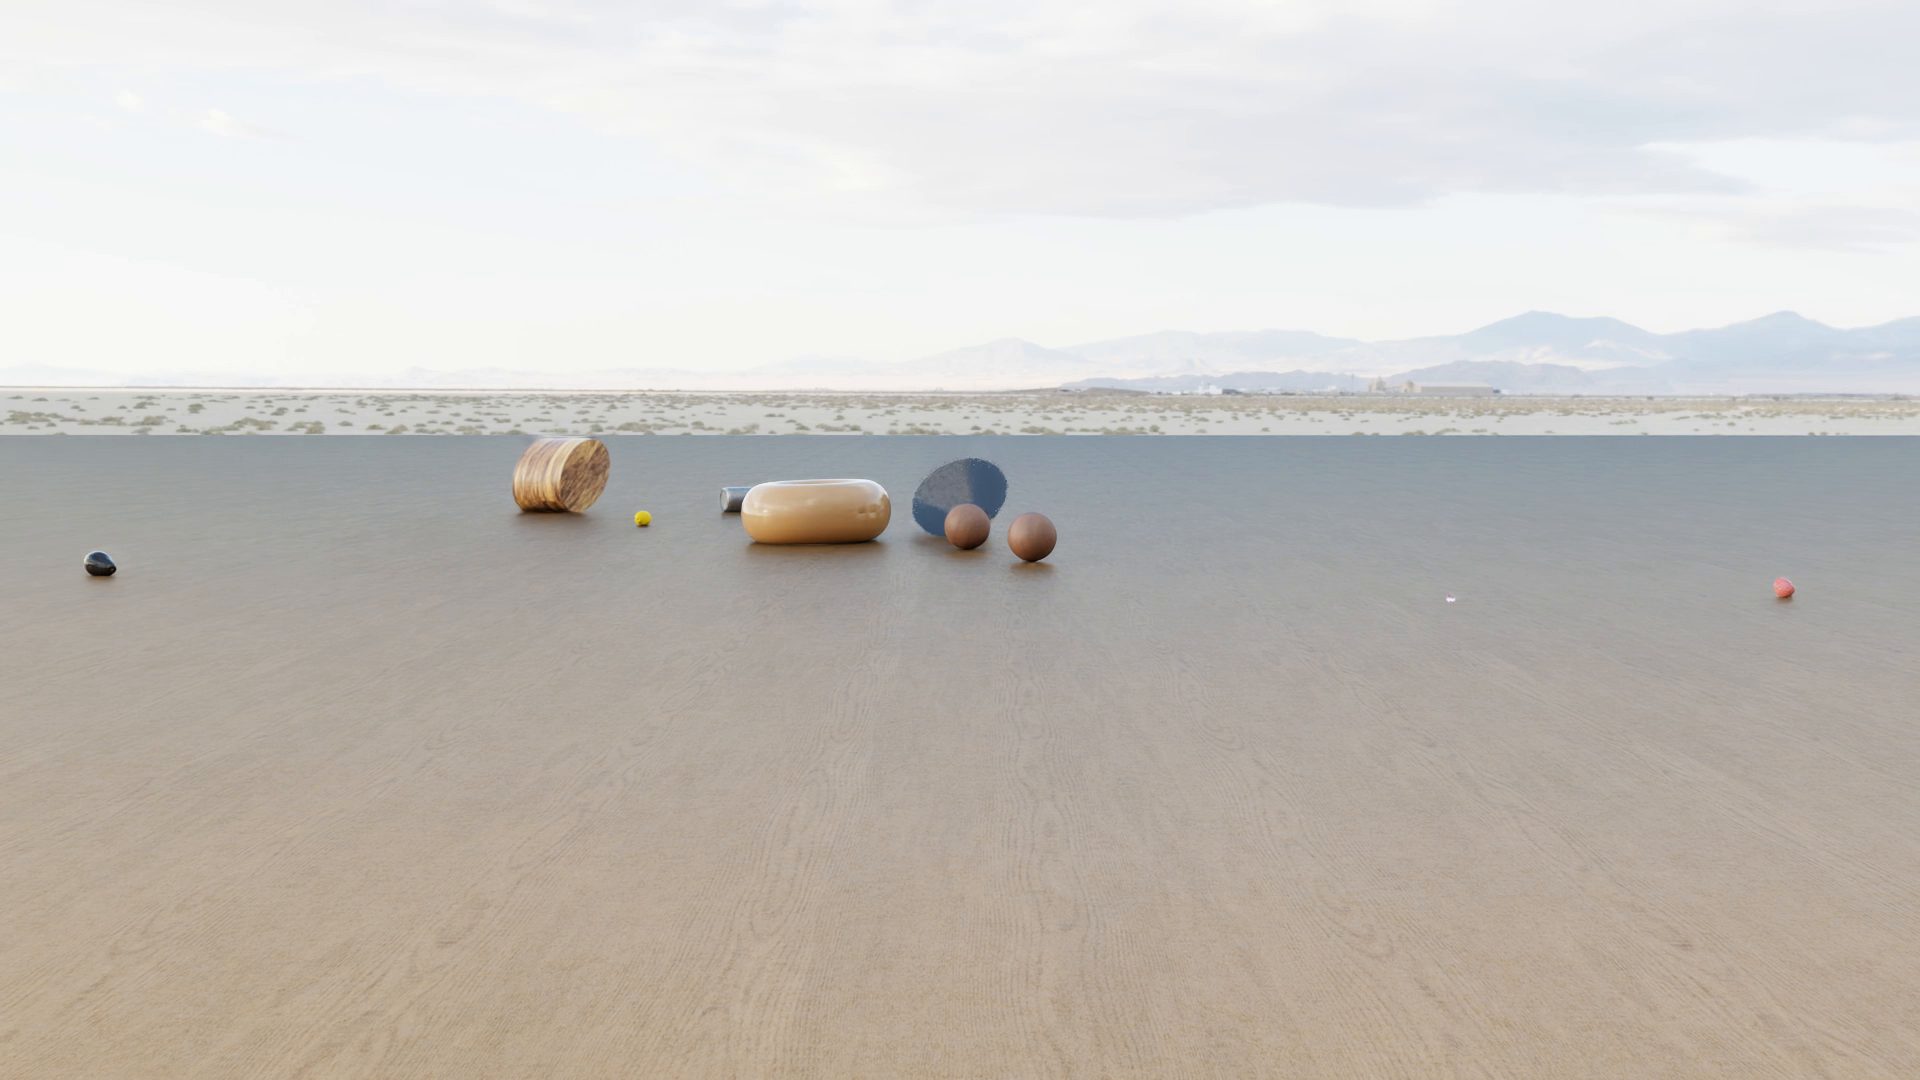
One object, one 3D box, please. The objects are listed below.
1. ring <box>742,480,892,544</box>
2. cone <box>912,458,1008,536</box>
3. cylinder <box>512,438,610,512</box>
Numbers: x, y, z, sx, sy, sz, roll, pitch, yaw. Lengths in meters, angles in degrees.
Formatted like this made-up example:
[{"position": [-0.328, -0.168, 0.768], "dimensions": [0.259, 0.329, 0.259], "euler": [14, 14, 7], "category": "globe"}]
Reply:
[{"position": [-0.425, -0.084, 6.508], "dimensions": [0.414, 0.177, 0.474], "euler": [2, 5, 40], "category": "ring"}, {"position": [0.042, -0.078, 6.832], "dimensions": [0.312, 0.267, 0.234], "euler": [-11, -31, 18], "category": "cone"}, {"position": [-1.466, -0.238, 8.090], "dimensions": [0.217, 0.233, 0.324], "euler": [2, 38, 28], "category": "cylinder"}]
